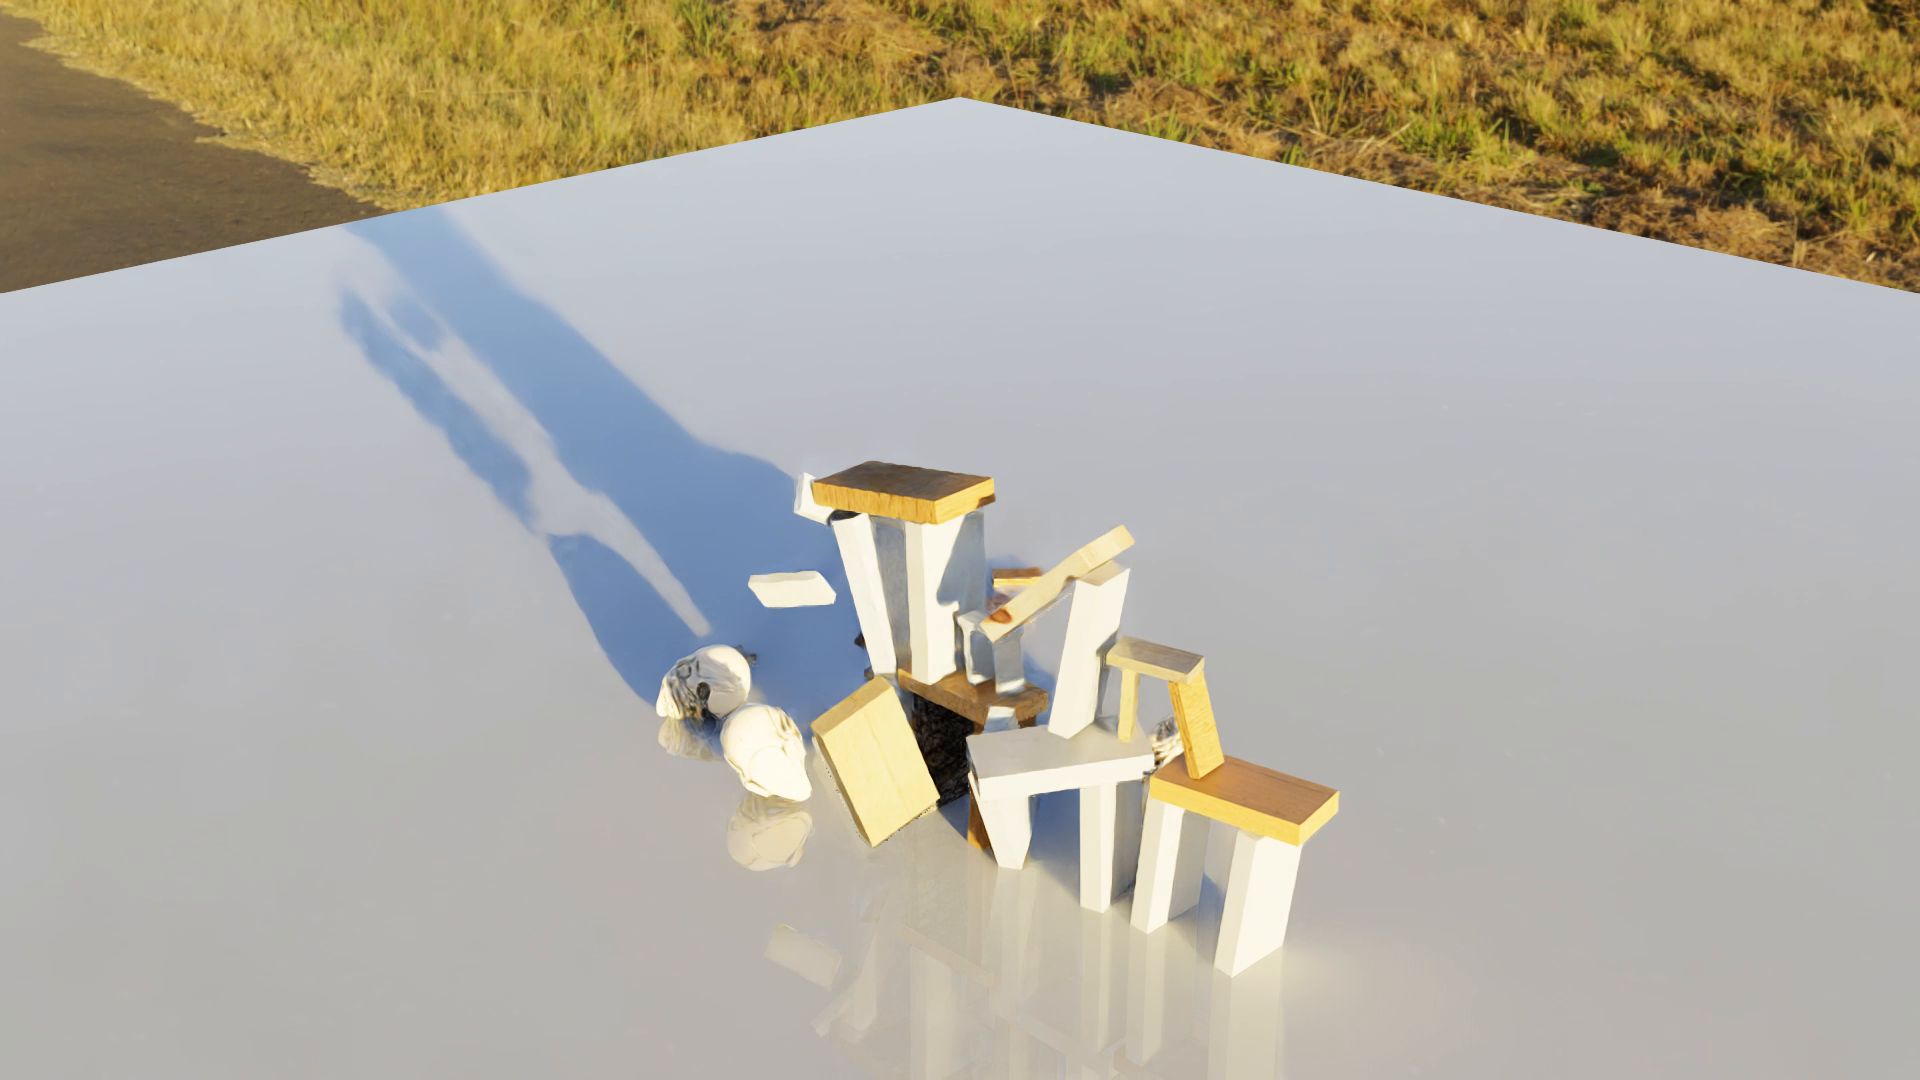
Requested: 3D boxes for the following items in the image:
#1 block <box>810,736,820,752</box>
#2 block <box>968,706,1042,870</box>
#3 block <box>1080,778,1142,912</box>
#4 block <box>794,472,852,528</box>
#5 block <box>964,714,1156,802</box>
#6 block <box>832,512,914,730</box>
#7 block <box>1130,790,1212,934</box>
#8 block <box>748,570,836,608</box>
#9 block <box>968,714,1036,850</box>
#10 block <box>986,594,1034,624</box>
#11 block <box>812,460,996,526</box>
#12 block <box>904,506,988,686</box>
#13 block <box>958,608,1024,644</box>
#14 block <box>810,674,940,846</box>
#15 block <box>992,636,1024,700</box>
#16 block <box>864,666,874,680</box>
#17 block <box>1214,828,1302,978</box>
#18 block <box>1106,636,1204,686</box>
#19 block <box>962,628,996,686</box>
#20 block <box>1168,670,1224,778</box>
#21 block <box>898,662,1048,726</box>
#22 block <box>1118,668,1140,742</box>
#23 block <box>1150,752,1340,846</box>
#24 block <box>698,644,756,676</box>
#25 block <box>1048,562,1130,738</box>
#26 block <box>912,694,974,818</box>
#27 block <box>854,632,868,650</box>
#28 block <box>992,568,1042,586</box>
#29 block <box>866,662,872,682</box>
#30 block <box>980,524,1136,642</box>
[{"bbox_3d":[-0.210,0.376,4.632,0.117,0.033,0.233,-17,-14,-38],"label":"block"},{"bbox_3d":[0.088,0.474,4.187,0.045,0.318,0.159,6,52,19],"label":"block"},{"bbox_3d":[0.283,0.520,4.116,0.045,0.318,0.159,14,30,29],"label":"block"},{"bbox_3d":[-0.259,-0.071,4.399,0.159,0.080,0.023,21,-26,-38],"label":"block"},{"bbox_3d":[0.179,0.391,3.978,0.318,0.045,0.159,-8,25,-6],"label":"block"},{"bbox_3d":[-0.137,0.150,4.428,0.047,0.440,0.166,-10,10,31],"label":"block"},{"bbox_3d":[0.393,0.566,4.044,0.148,0.296,0.042,-21,37,-41],"label":"block"},{"bbox_3d":[-0.338,0.099,4.416,0.159,0.080,0.023,-4,50,28],"label":"block"},{"bbox_3d":[0.083,0.460,4.323,0.039,0.275,0.138,25,33,39],"label":"block"},{"bbox_3d":[0.052,0.192,5.267,0.233,0.033,0.117,-19,29,-37],"label":"block"},{"bbox_3d":[-0.112,-0.094,4.293,0.332,0.047,0.166,10,23,42],"label":"block"},{"bbox_3d":[-0.024,0.099,4.288,0.047,0.332,0.166,18,29,42],"label":"block"},{"bbox_3d":[0.060,0.165,4.232,0.120,0.017,0.060,22,31,40],"label":"block"},{"bbox_3d":[-0.143,0.378,3.744,0.146,0.292,0.041,-35,43,-16],"label":"block"},{"bbox_3d":[0.094,0.241,4.229,0.060,0.120,0.017,-21,25,-41],"label":"block"},{"bbox_3d":[-0.139,0.291,4.537,0.110,0.016,0.055,34,42,29],"label":"block"},{"bbox_3d":[0.535,0.621,3.913,0.148,0.296,0.042,-21,38,-41],"label":"block"},{"bbox_3d":[0.346,0.212,3.897,0.154,0.022,0.077,14,29,24],"label":"block"},{"bbox_3d":[0.037,0.219,4.280,0.060,0.120,0.017,-21,24,-41],"label":"block"},{"bbox_3d":[0.419,0.324,3.898,0.022,0.179,0.077,-4,15,43],"label":"block"},{"bbox_3d":[0.024,0.291,4.314,0.275,0.039,0.138,22,31,40],"label":"block"},{"bbox_3d":[0.306,0.278,3.960,0.022,0.154,0.077,7,27,11],"label":"block"},{"bbox_3d":[0.501,0.449,3.884,0.296,0.042,0.148,16,28,32],"label":"block"},{"bbox_3d":[-0.538,0.278,5.084,0.123,0.017,0.062,-19,30,-38],"label":"block"},{"bbox_3d":[0.233,0.197,3.961,0.041,0.293,0.146,18,20,23],"label":"block"},{"bbox_3d":[-0.037,0.413,4.432,0.138,0.275,0.039,-21,36,-40],"label":"block"},{"bbox_3d":[-0.169,0.196,4.479,0.055,0.016,0.110,23,26,13],"label":"block"},{"bbox_3d":[0.144,0.092,5.521,0.123,0.017,0.062,-3,23,-7],"label":"block"},{"bbox_3d":[-0.126,0.332,4.702,0.117,0.233,0.033,16,66,16],"label":"block"},{"bbox_3d":[0.177,0.080,4.011,0.146,0.041,0.292,-28,-8,-48],"label":"block"}]
